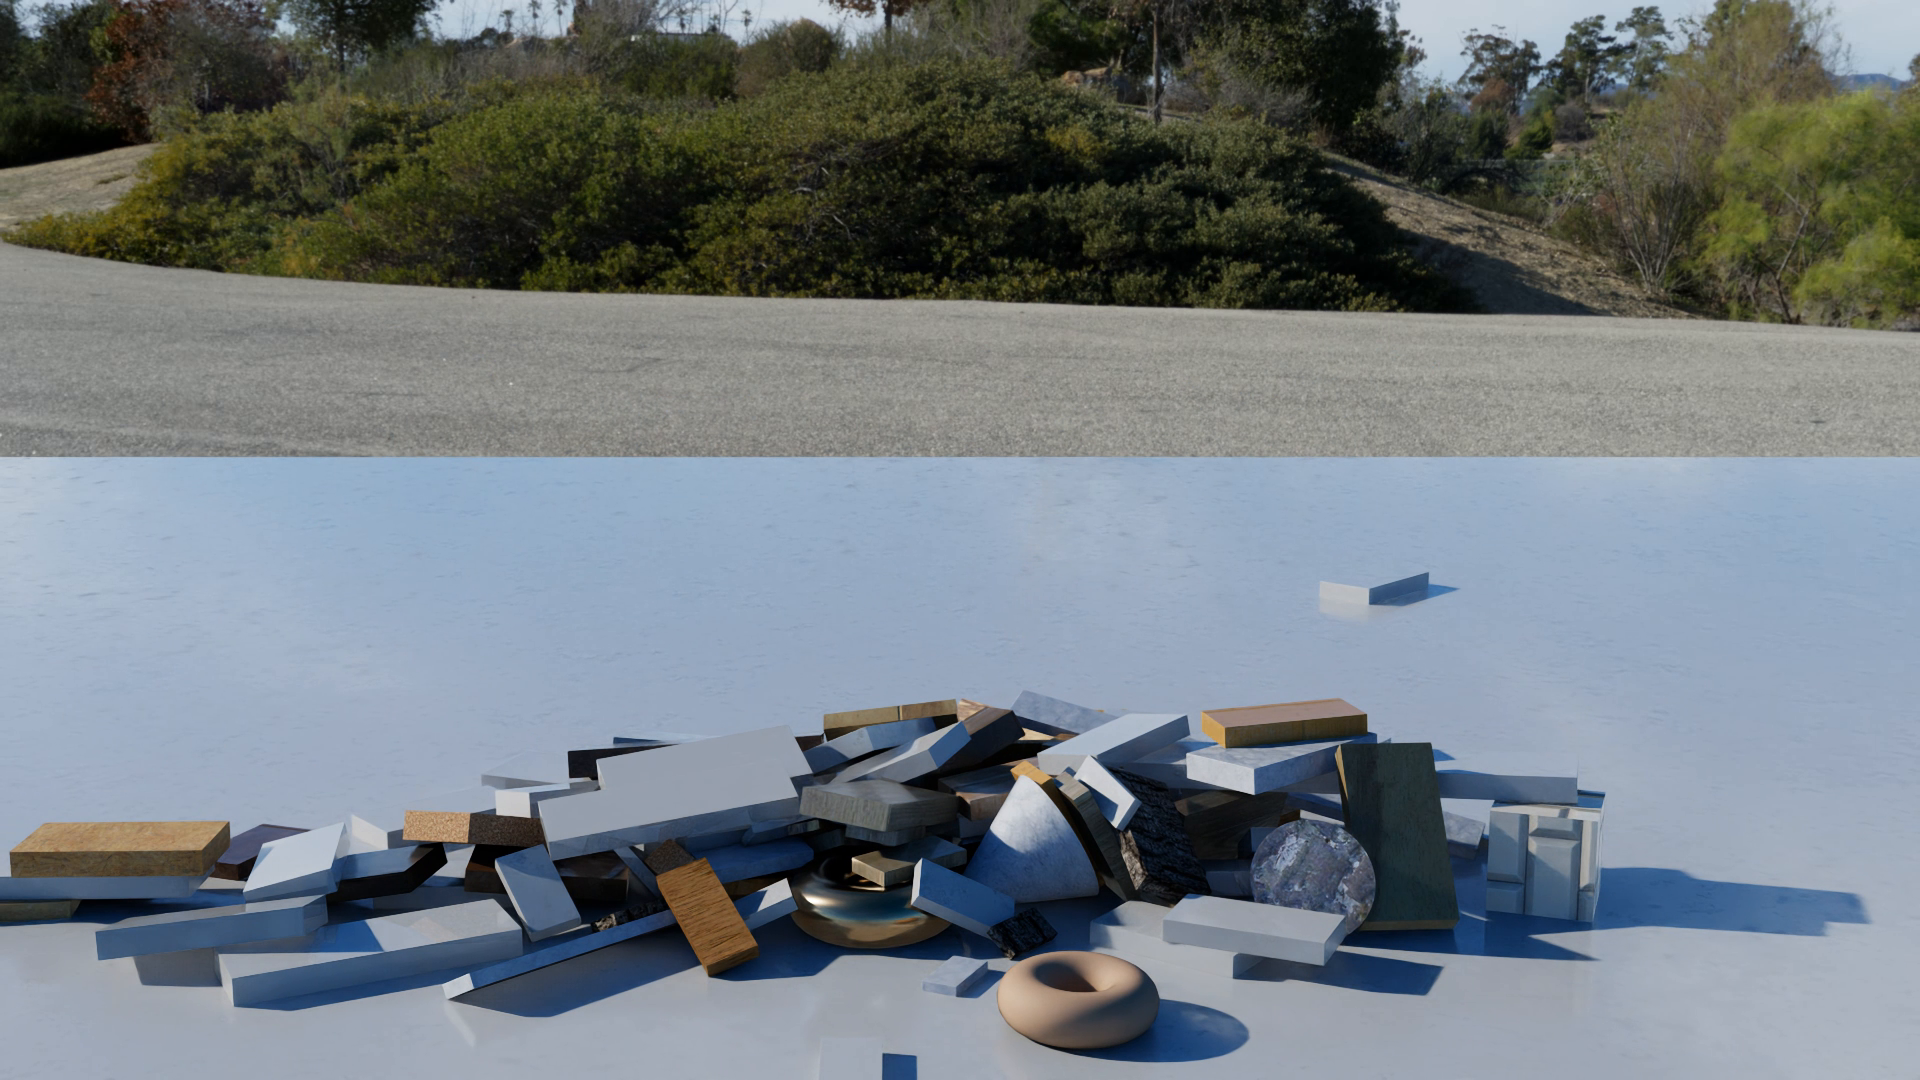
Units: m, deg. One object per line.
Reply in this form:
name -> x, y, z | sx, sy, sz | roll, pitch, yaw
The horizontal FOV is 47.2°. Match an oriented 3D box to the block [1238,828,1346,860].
block -> 0.624, 0.523, 3.736 | 0.284, 0.040, 0.142 | 0, -19, -2

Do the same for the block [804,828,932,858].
block -> -0.155, 0.511, 3.693 | 0.208, 0.028, 0.099 | 10, -24, -44

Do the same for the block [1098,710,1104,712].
block -> 0.164, 0.403, 4.477 | 0.380, 0.044, 0.155 | -1, 22, -5

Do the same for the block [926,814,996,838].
block -> -0.014, 0.488, 3.887 | 0.124, 0.035, 0.280 | -4, 1, -29

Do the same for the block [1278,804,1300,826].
block -> 0.510, 0.514, 3.994 | 0.108, 0.031, 0.216 | 10, 15, 44

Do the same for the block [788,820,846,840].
block -> -0.233, 0.482, 3.640 | 0.057, 0.016, 0.113 | -14, -18, 20

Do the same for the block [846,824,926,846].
block -> -0.119, 0.471, 3.575 | 0.084, 0.024, 0.168 | 9, -1, 15

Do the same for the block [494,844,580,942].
block -> -0.674, 0.562, 3.508 | 0.081, 0.023, 0.163 | -16, 47, -26

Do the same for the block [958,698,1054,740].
block -> 0.079, 0.410, 4.253 | 0.311, 0.155, 0.044 | 11, -29, 47

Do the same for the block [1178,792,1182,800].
block -> 0.373, 0.479, 3.973 | 0.031, 0.108, 0.216 | 0, 11, -1

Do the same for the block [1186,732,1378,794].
block -> 0.543, 0.363, 3.700 | 0.304, 0.043, 0.152 | -10, 12, -39

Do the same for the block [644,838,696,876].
block -> -0.453, 0.531, 3.546 | 0.057, 0.016, 0.149 | -42, 33, -16

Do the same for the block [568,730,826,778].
block -> -0.485, 0.400, 4.112 | 0.464, 0.050, 0.178 | -4, -2, 0

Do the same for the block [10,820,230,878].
block -> -1.378, 0.508, 3.619 | 0.306, 0.043, 0.153 | 0, 11, -2

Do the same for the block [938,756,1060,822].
block -> 0.109, 0.424, 3.821 | 0.264, 0.037, 0.132 | -10, 15, -24

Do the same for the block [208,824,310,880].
block -> -1.238, 0.544, 3.839 | 0.102, 0.029, 0.203 | 4, 11, 19

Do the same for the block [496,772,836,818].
block -> -0.518, 0.444, 3.938 | 0.598, 0.044, 0.154 | -2, -3, -33

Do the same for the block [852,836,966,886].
block -> -0.080, 0.512, 3.516 | 0.167, 0.024, 0.084 | -9, 16, -39

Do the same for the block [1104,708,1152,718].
block -> 0.337, 0.399, 4.304 | 0.155, 0.044, 0.311 | 6, 12, 12

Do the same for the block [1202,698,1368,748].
block -> 0.554, 0.312, 3.762 | 0.253, 0.036, 0.126 | -4, 9, -11

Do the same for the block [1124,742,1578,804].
block -> 0.664, 0.393, 3.753 | 0.753, 0.043, 0.152 | 0, 10, 17

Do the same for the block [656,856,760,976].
block -> -0.391, 0.580, 3.396 | 0.084, 0.024, 0.221 | -20, 38, -19

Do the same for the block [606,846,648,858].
block -> -0.598, 0.521, 3.699 | 0.070, 0.020, 0.140 | -23, -42, 29

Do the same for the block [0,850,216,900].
block -> -1.564, 0.550, 3.619 | 0.626, 0.039, 0.138 | 0, 11, -2

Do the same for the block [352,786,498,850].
block -> -0.948, 0.507, 4.009 | 0.276, 0.039, 0.138 | -9, 14, -40

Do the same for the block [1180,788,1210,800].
block -> 0.392, 0.466, 4.110 | 0.167, 0.084, 0.024 | 4, 11, 21

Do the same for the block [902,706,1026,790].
block -> -0.067, 0.413, 3.963 | 0.356, 0.050, 0.178 | -29, 5, -14

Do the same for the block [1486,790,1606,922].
block -> 0.967, 0.512, 3.627 | 0.169, 0.169, 0.169 | 4, 11, 20

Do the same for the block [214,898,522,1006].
block -> -0.901, 0.626, 3.357 | 0.431, 0.043, 0.153 | -6, 12, -28

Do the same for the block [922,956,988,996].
block -> -0.007, 0.652, 3.291 | 0.056, 0.016, 0.113 | 5, 12, 24

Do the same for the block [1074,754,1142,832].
block -> 0.238, 0.412, 3.591 | 0.016, 0.056, 0.164 | 29, 7, -32

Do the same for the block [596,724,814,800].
block -> -0.435, 0.406, 3.753 | 0.338, 0.048, 0.169 | -9, 27, -16

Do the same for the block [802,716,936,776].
block -> -0.168, 0.377, 3.997 | 0.154, 0.044, 0.309 | -23, -9, 19

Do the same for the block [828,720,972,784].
block -> -0.119, 0.400, 3.864 | 0.264, 0.037, 0.132 | -25, 5, 32

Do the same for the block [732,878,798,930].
block -> -0.340, 0.588, 3.447 | 0.168, 0.024, 0.084 | -23, 14, -6

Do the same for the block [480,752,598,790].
block -> -0.663, 0.470, 4.185 | 0.468, 0.048, 0.169 | 4, 11, 20

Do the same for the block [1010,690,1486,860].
block -> 0.507, 0.420, 3.983 | 0.876, 0.024, 0.084 | 15, 32, 17

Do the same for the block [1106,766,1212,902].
block -> 0.311, 0.479, 3.574 | 0.126, 0.036, 0.254 | 18, 30, -27

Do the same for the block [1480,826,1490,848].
block -> 0.747, 0.481, 4.072 | 0.692, 0.017, 0.061 | 14, 17, 39

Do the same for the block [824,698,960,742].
block -> -0.124, 0.370, 4.182 | 0.252, 0.126, 0.036 | -7, 46, 3

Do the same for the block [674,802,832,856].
block -> -0.347, 0.513, 3.691 | 0.276, 0.138, 0.039 | -5, 42, -29

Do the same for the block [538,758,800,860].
block -> -0.475, 0.438, 3.594 | 0.406, 0.036, 0.126 | -9, 27, -15

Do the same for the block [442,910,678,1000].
block -> -0.566, 0.618, 3.362 | 0.472, 0.023, 0.081 | -11, -12, -45

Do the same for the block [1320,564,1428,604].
block -> 1.145, 0.122, 6.068 | 0.155, 0.044, 0.310 | 9, 14, 41

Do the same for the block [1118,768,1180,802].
block -> 0.280, 0.472, 3.927 | 0.039, 0.139, 0.277 | -8, 13, -37
